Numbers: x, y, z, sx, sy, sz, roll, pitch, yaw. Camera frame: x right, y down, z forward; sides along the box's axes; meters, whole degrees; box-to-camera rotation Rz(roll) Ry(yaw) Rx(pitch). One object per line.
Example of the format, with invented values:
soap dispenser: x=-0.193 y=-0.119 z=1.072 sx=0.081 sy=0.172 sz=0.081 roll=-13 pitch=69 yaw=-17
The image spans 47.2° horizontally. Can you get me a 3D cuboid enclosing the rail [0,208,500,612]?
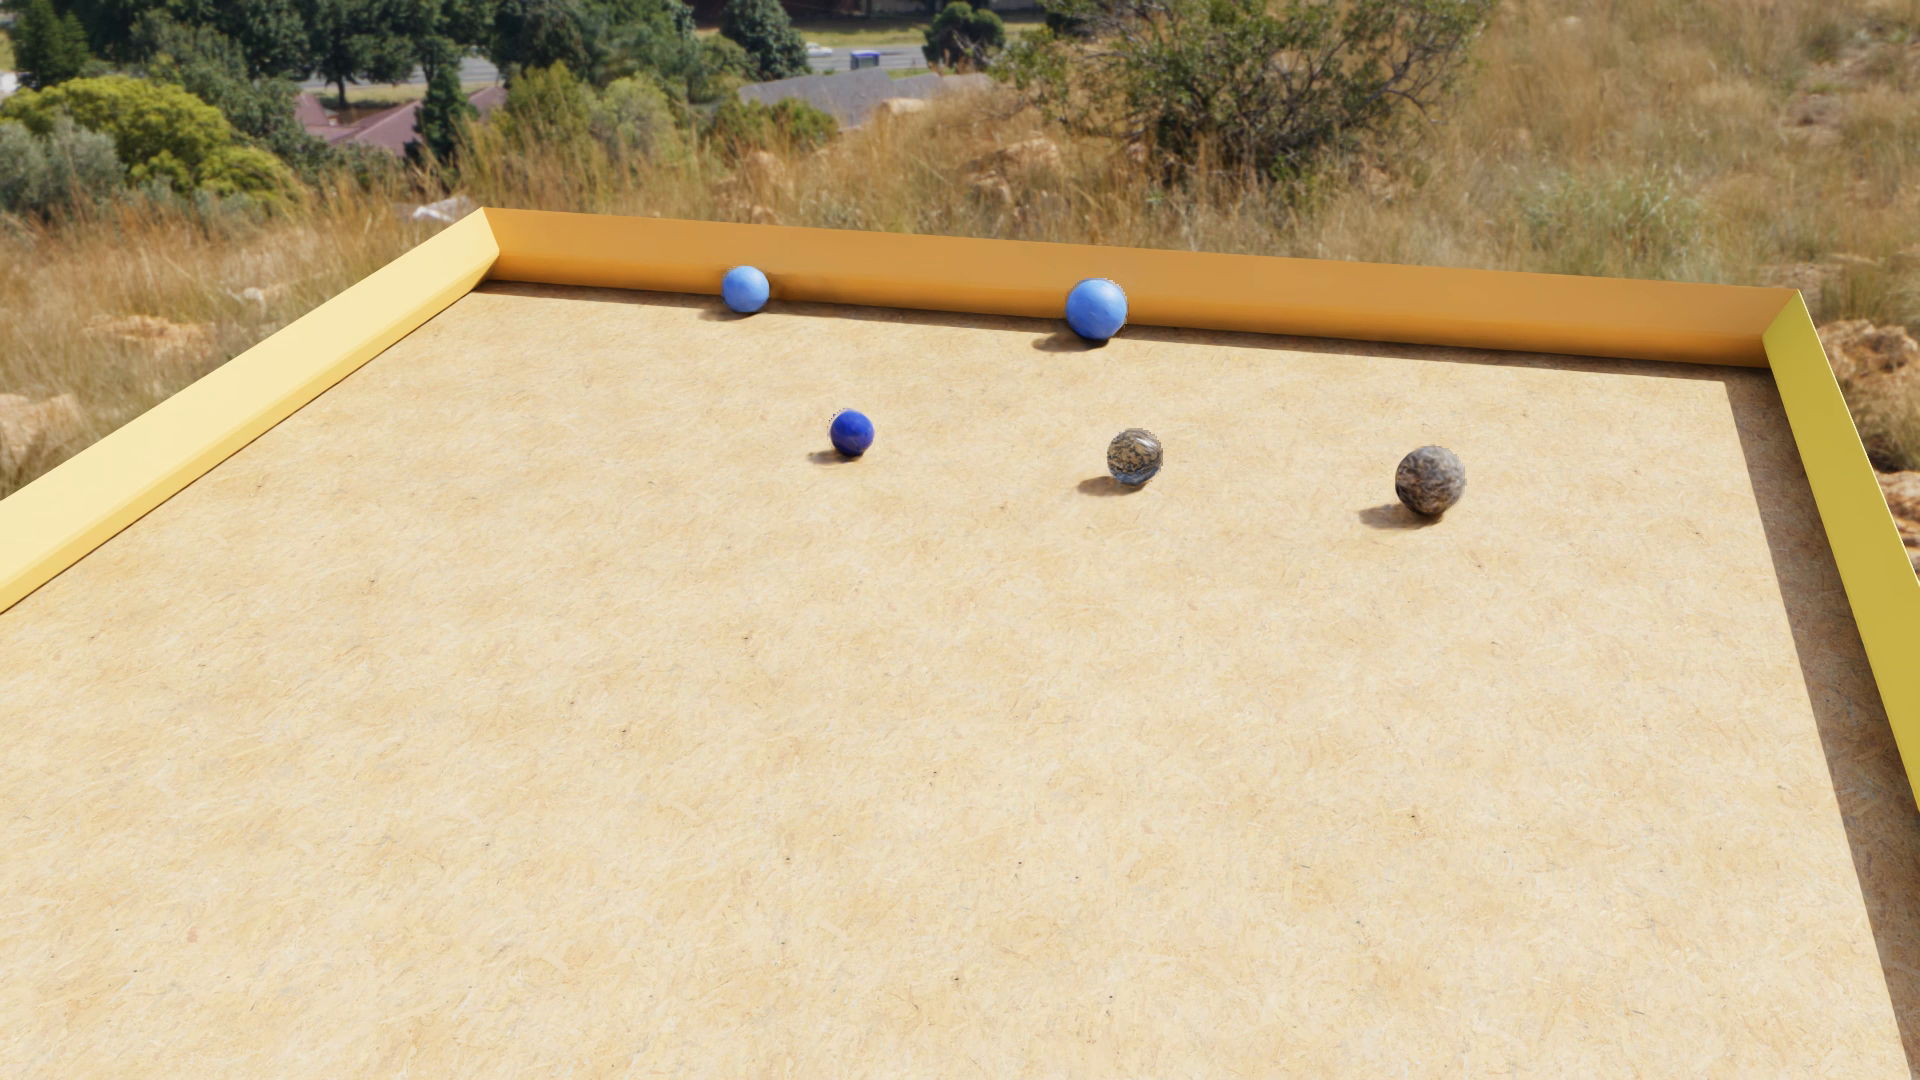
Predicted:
rail: x=-1.130 y=0.255 z=1.792 sx=0.045 sy=0.114 sz=3.677 roll=5 pitch=24 yaw=12

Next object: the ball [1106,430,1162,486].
ball: x=0.210 y=-0.100 z=2.665 sx=0.067 sy=0.067 sz=0.067 roll=0 pitch=24 yaw=0

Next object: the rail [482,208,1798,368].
rail: x=0.199 y=-0.369 z=3.220 sx=1.946 sy=0.114 sz=0.045 roll=5 pitch=24 yaw=12

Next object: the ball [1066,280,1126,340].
ball: x=0.196 y=-0.331 z=3.164 sx=0.088 sy=0.088 sz=0.088 roll=0 pitch=24 yaw=0

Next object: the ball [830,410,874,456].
ball: x=-0.135 y=-0.134 z=2.755 sx=0.057 sy=0.057 sz=0.057 roll=0 pitch=24 yaw=0

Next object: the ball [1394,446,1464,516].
ball: x=0.550 y=-0.069 z=2.577 sx=0.080 sy=0.080 sz=0.080 roll=0 pitch=24 yaw=0

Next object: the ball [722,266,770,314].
ball: x=-0.320 y=-0.374 z=3.289 sx=0.070 sy=0.070 sz=0.070 roll=0 pitch=24 yaw=0

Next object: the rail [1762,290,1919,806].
rail: x=0.721 y=0.424 z=1.404 sx=0.045 sy=0.114 sz=3.677 roll=5 pitch=24 yaw=12
